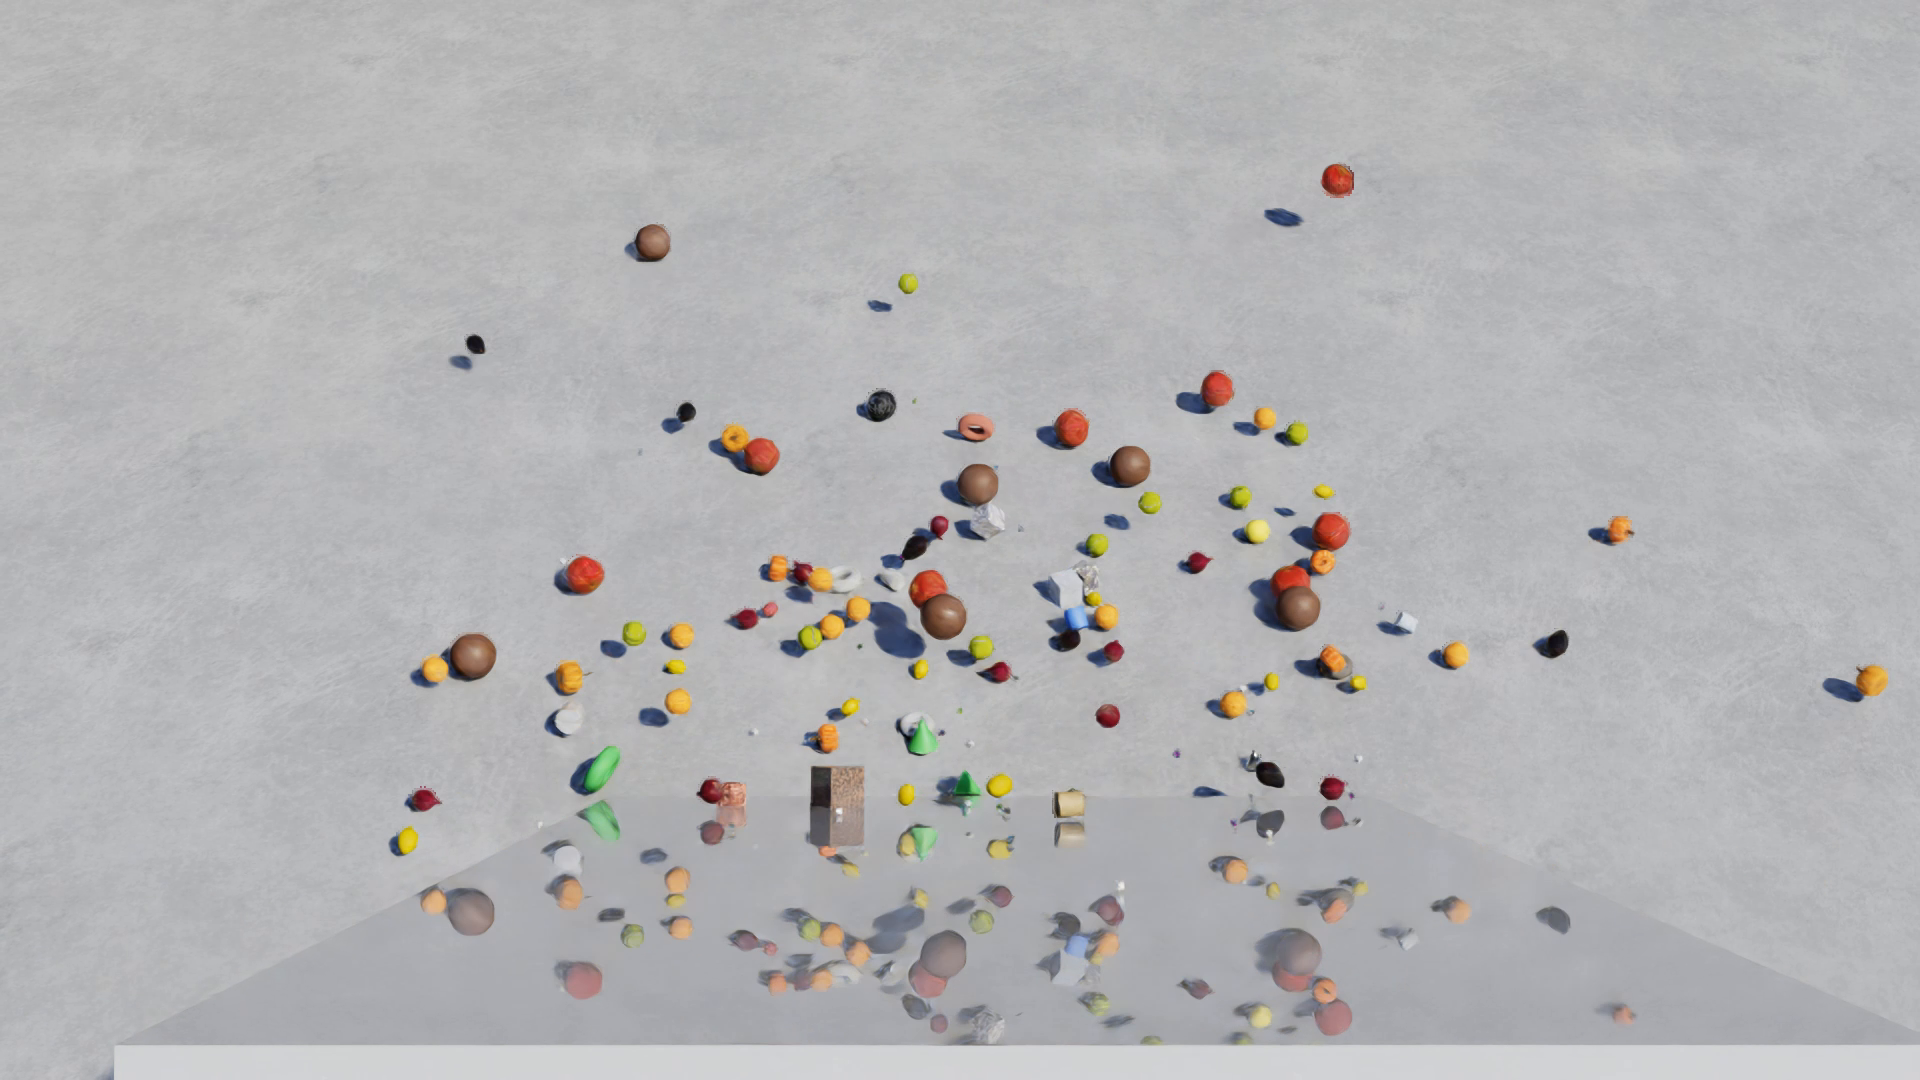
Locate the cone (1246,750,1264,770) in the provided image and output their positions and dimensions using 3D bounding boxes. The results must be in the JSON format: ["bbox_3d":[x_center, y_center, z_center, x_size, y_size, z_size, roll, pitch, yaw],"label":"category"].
[{"bbox_3d":[0.798,0.590,7.035,0.052,0.052,0.052,-7,17,2],"label":"cone"}]

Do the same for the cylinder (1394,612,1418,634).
[{"bbox_3d":[1.290,0.240,7.508,0.050,0.050,0.050,27,37,-3],"label":"cylinder"}]

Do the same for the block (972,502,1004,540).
[{"bbox_3d":[0.084,-0.058,7.904,0.070,0.070,0.070,-29,43,35],"label":"block"}]

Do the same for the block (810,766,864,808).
[{"bbox_3d":[-0.306,0.616,6.497,0.098,0.098,0.098,1,-2,-34],"label":"block"}]

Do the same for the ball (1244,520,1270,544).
[{"bbox_3d":[0.906,-0.026,7.911,0.075,0.075,0.075,0,35,0],"label":"ball"}]

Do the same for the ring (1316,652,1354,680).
[{"bbox_3d":[1.068,0.357,7.396,0.104,0.035,0.104,1,36,-1],"label":"ring"}]

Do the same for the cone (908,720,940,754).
[{"bbox_3d":[-0.101,0.526,7.097,0.085,0.085,0.085,-3,23,1],"label":"cone"}]

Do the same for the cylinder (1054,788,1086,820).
[{"bbox_3d":[0.255,0.614,6.043,0.060,0.060,0.060,-15,37,-7],"label":"cylinder"}]

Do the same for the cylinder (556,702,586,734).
[{"bbox_3d":[-1.073,0.488,7.151,0.070,0.070,0.070,2,15,2],"label":"cylinder"}]

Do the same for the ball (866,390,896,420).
[{"bbox_3d":[-0.256,-0.441,8.486,0.096,0.096,0.096,0,35,0],"label":"ball"}]

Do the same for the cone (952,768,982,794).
[{"bbox_3d":[0.030,0.664,6.950,0.077,0.077,0.077,27,39,2],"label":"cone"}]

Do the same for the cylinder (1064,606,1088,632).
[{"bbox_3d":[0.336,0.228,7.507,0.060,0.060,0.060,-13,81,-18],"label":"cylinder"}]

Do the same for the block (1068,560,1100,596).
[{"bbox_3d":[0.367,0.112,7.721,0.065,0.065,0.065,30,45,35],"label":"block"}]

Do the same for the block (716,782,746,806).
[{"bbox_3d":[-0.576,0.639,6.525,0.054,0.054,0.054,-1,-2,33],"label":"block"}]

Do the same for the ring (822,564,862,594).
[{"bbox_3d":[-0.352,0.116,7.737,0.121,0.040,0.121,-3,33,2],"label":"ring"}]

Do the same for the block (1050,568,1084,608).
[{"bbox_3d":[0.314,0.143,7.669,0.074,0.074,0.074,-14,37,-19],"label":"block"}]

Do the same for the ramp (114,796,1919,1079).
[{"bbox_3d":[0.077,0.663,4.831,2.000,0.100,4.000,0,-2,0],"label":"ramp"}]

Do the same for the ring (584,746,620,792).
[{"bbox_3d":[-0.956,0.611,6.941,0.047,0.140,0.140,32,41,4],"label":"ring"}]

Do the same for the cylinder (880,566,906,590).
[{"bbox_3d":[-0.199,0.115,7.726,0.053,0.053,0.053,-24,41,-30],"label":"cylinder"}]

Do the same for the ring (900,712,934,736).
[{"bbox_3d":[-0.119,0.510,7.179,0.097,0.032,0.097,1,34,-1],"label":"ring"}]
